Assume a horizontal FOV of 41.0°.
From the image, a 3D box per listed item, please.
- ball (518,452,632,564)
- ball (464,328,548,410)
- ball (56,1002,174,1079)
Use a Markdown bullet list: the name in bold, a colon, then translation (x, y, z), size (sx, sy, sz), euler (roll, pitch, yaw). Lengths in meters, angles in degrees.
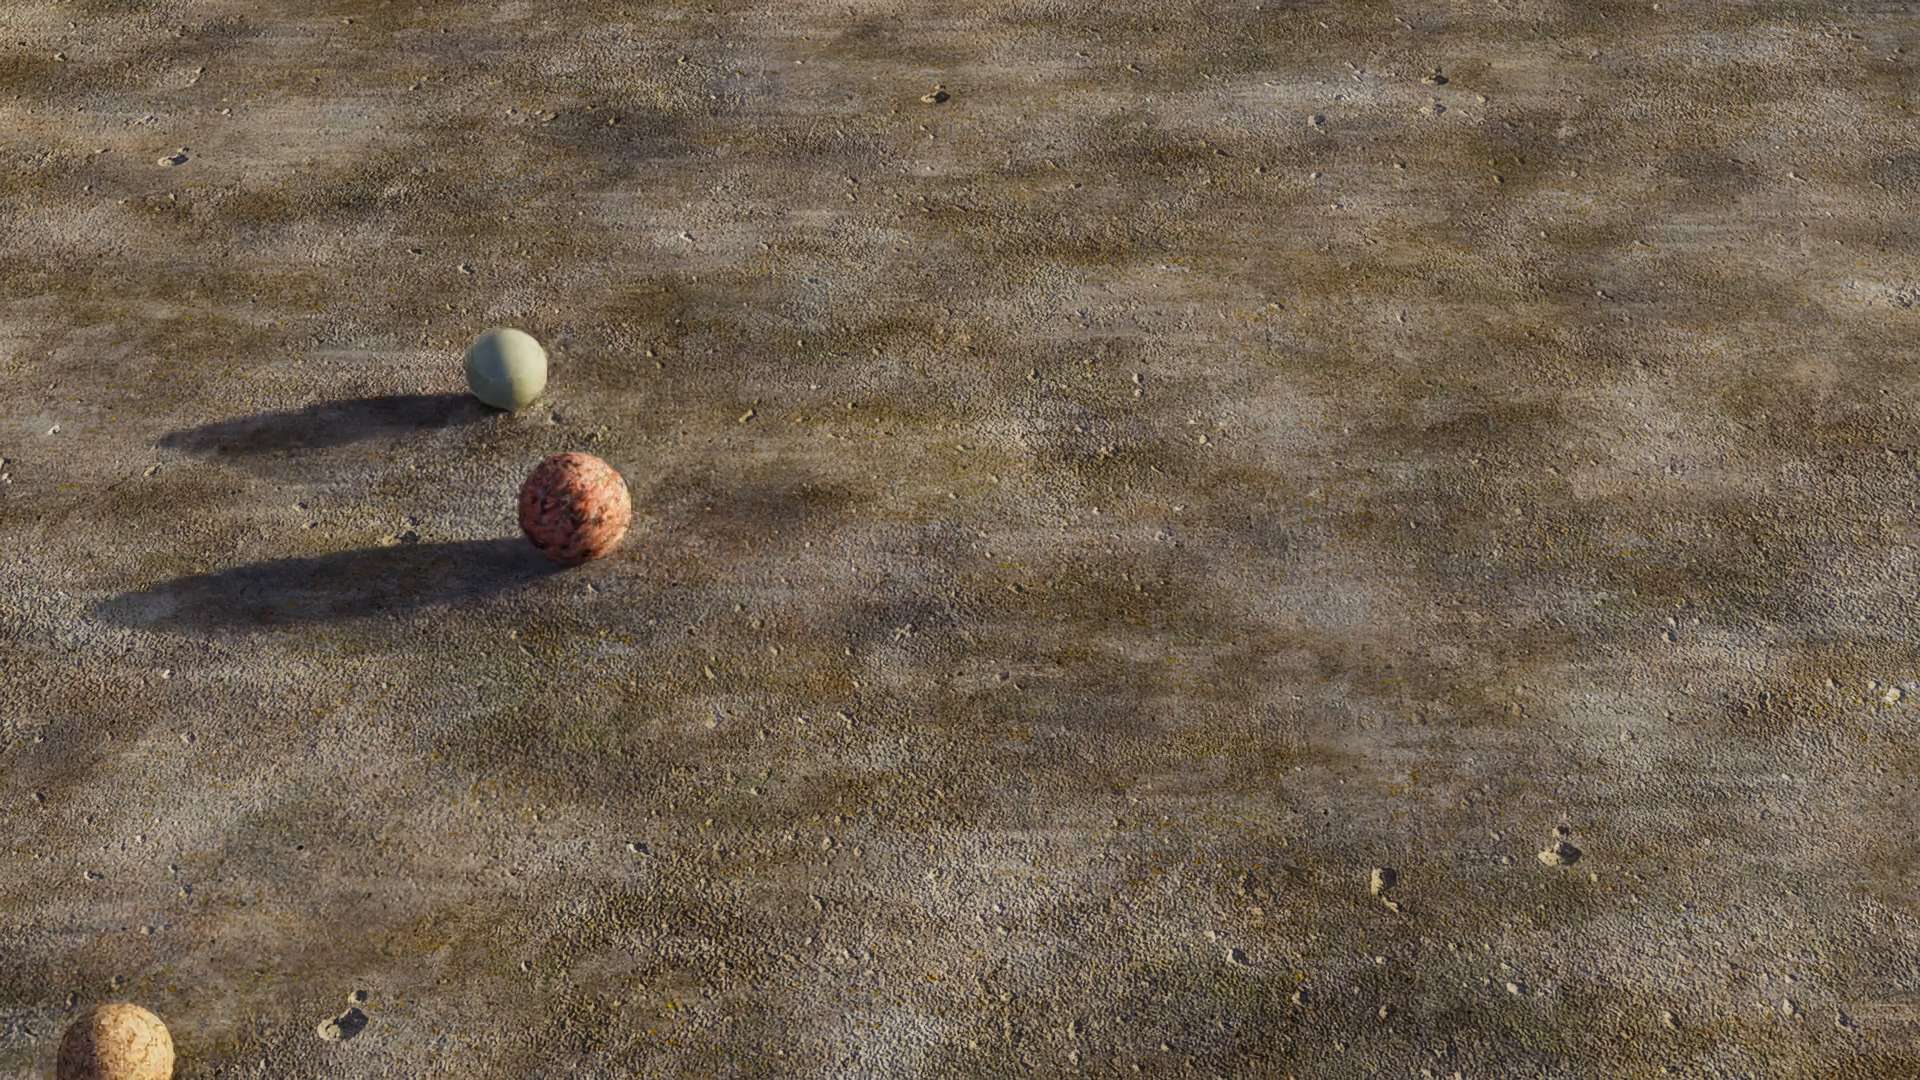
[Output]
- **ball**: translation (-0.252, -0.021, 1.675), size (0.073, 0.073, 0.073), euler (0, 36, 0)
- **ball**: translation (-0.323, -0.122, 1.827), size (0.058, 0.058, 0.058), euler (0, 36, 0)
- **ball**: translation (-0.428, 0.264, 1.300), size (0.057, 0.057, 0.057), euler (0, 36, 0)
